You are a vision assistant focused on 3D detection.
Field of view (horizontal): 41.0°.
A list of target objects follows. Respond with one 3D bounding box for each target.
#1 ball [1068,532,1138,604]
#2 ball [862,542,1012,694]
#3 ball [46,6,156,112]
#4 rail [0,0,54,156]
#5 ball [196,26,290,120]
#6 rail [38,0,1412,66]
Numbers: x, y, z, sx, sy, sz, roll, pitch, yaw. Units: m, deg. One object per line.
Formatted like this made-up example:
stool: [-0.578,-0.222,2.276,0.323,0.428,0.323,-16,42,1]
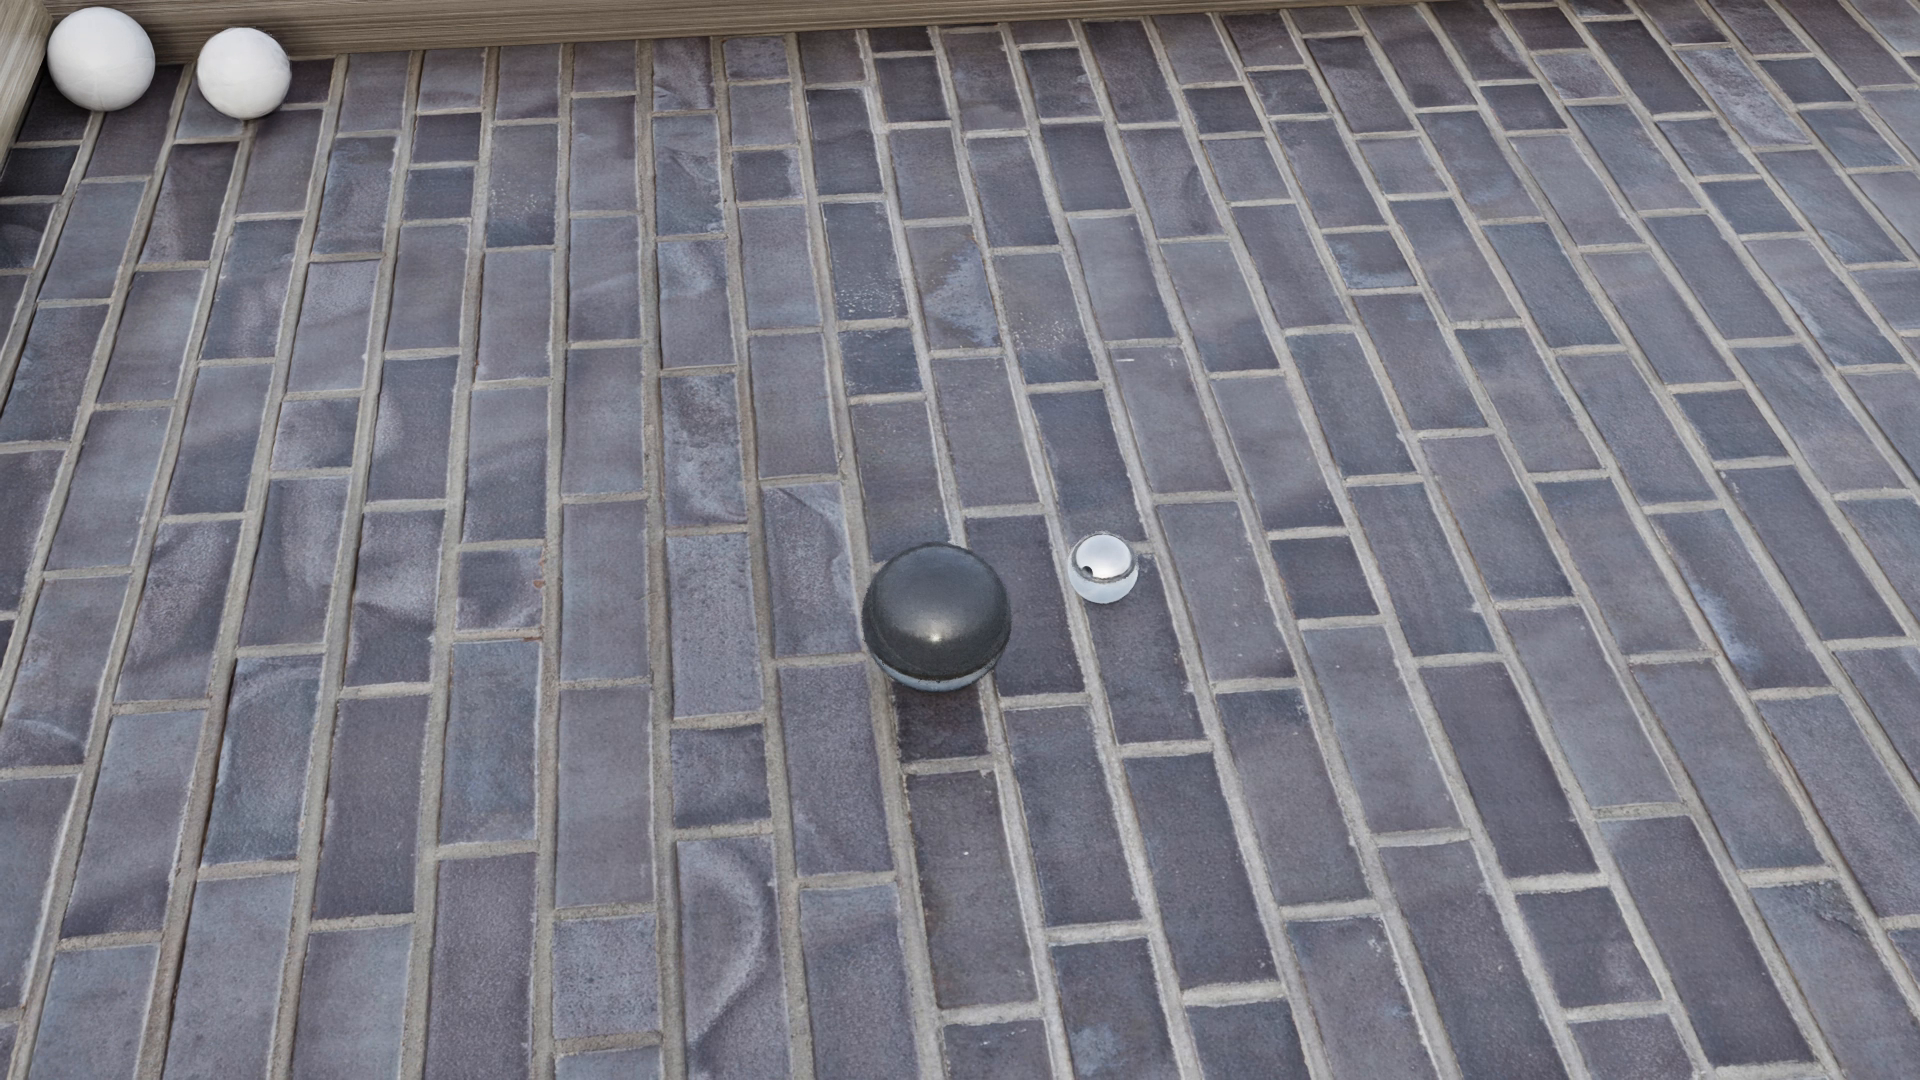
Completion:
ball: [0.092,0.018,1.658,0.046,0.046,0.046,0,36,0]
ball: [-0.014,0.048,1.577,0.093,0.093,0.093,0,36,0]
ball: [-0.744,-0.416,2.223,0.090,0.090,0.090,0,36,0]
rail: [-0.721,0.030,1.577,0.045,0.120,1.744,-4,36,-5]
ball: [-0.618,-0.403,2.214,0.079,0.079,0.079,0,36,0]
rail: [0.649,-0.560,2.395,2.998,0.120,0.045,-4,36,-5]
